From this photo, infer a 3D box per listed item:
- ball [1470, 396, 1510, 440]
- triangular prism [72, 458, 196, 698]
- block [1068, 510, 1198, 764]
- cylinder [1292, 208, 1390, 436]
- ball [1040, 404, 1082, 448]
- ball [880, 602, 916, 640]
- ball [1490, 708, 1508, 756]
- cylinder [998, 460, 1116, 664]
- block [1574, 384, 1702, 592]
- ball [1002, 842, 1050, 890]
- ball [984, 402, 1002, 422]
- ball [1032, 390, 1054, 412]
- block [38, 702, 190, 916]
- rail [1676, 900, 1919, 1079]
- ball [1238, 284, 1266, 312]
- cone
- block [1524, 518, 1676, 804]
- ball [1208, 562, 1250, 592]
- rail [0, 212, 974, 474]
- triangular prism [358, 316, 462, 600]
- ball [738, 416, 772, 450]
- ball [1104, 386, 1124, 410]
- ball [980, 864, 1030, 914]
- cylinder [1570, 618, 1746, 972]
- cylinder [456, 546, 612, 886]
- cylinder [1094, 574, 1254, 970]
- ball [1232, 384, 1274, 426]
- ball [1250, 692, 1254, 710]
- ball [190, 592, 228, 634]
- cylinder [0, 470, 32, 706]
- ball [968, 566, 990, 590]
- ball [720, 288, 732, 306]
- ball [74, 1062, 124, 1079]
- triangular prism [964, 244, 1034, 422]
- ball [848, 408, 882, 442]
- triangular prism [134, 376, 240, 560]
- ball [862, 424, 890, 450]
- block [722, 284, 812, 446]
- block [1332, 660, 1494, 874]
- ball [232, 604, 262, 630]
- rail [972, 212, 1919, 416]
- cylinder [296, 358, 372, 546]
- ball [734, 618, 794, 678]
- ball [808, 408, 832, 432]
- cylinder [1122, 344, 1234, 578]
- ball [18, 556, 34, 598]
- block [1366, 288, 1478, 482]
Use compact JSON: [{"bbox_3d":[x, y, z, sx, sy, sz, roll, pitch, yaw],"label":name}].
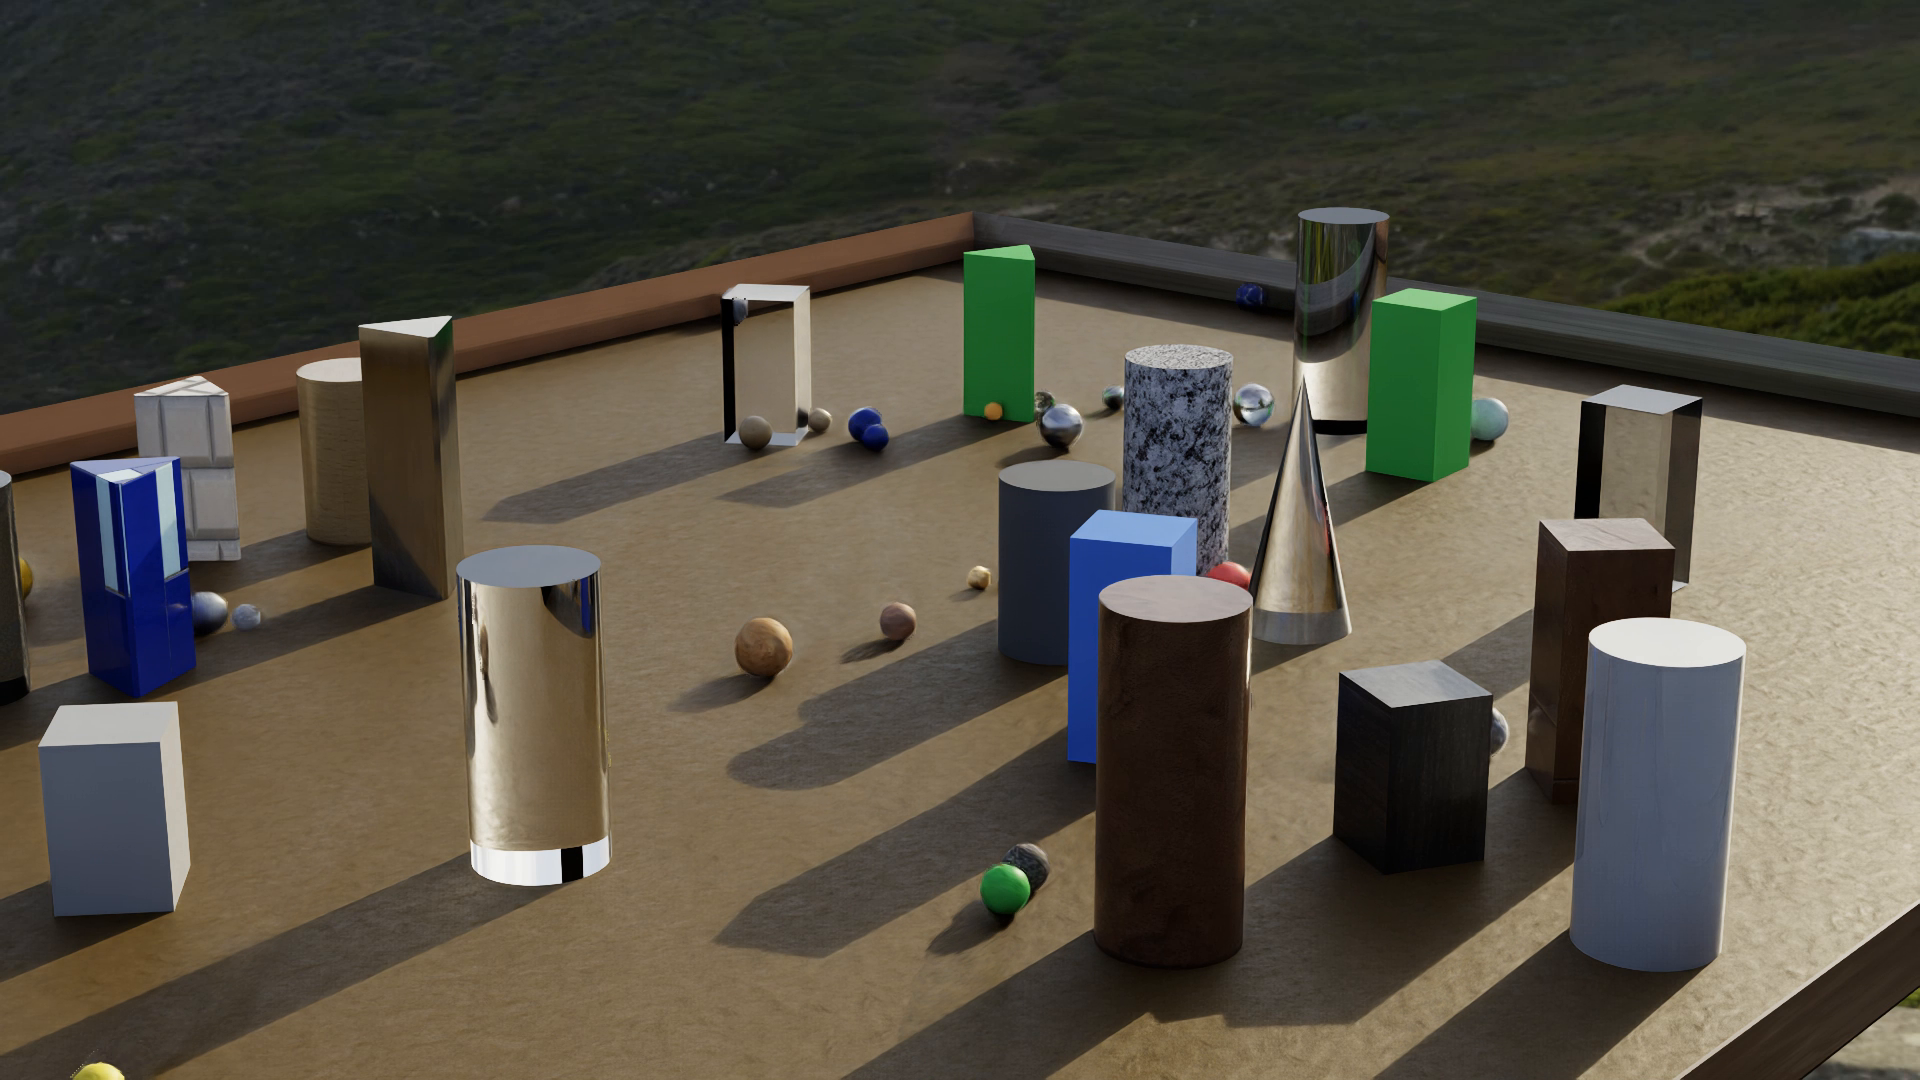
[{"bbox_3d":[1.102,-0.253,6.123,0.091,0.091,0.091,0,17,0],"label":"ball"},{"bbox_3d":[-1.297,0.049,4.671,0.143,0.351,0.165,-14,22,-39],"label":"triangular prism"},{"bbox_3d":[0.256,0.148,4.354,0.152,0.346,0.152,5,18,17],"label":"block"},{"bbox_3d":[0.802,-0.463,6.196,0.190,0.450,0.190,0,17,0],"label":"cylinder"},{"bbox_3d":[0.209,-0.236,6.067,0.090,0.090,0.090,0,17,0],"label":"ball"},{"bbox_3d":[-0.103,0.136,4.883,0.063,0.063,0.063,0,17,0],"label":"ball"},{"bbox_3d":[0.777,0.284,4.365,0.077,0.077,0.077,0,17,0],"label":"ball"},{"bbox_3d":[0.158,0.035,4.816,0.190,0.294,0.190,0,17,0],"label":"cylinder"},{"bbox_3d":[1.181,-0.082,5.125,0.152,0.339,0.152,13,21,38],"label":"block"},{"bbox_3d":[0.087,0.434,3.892,0.064,0.064,0.064,0,17,0],"label":"ball"},{"bbox_3d":[0.071,-0.275,6.281,0.041,0.041,0.041,0,17,0],"label":"ball"},{"bbox_3d":[0.181,-0.299,6.349,0.047,0.047,0.047,0,17,0],"label":"ball"},{"bbox_3d":[-1.112,0.353,3.864,0.152,0.236,0.152,-2,17,-6],"label":"block"},{"bbox_3d":[1.445,0.394,3.920,0.045,0.124,4.565,14,22,39],"label":"rail"},{"bbox_3d":[0.730,-0.605,7.327,0.068,0.068,0.068,0,17,0],"label":"ball"},{"bbox_3d":[0.566,-0.064,4.893,0.190,0.440,0.190,0,17,0],"label":"cone"},{"bbox_3d":[0.916,0.173,4.211,0.152,0.380,0.152,-1,17,-4],"label":"block"},{"bbox_3d":[0.463,0.078,5.046,0.079,0.079,0.079,0,17,0],"label":"ball"},{"bbox_3d":[-1.445,-0.332,6.322,0.045,0.124,4.565,14,22,39],"label":"rail"},{"bbox_3d":[-0.928,-0.150,5.130,0.165,0.467,0.143,10,20,30],"label":"triangular prism"},{"bbox_3d":[-0.423,-0.222,6.057,0.069,0.069,0.069,0,17,0],"label":"ball"},{"bbox_3d":[0.338,-0.310,6.378,0.052,0.052,0.052,0,17,0],"label":"ball"},{"bbox_3d":[0.059,0.456,3.820,0.065,0.065,0.065,0,17,0],"label":"ball"},{"bbox_3d":[0.876,0.319,3.690,0.190,0.402,0.190,0,17,0],"label":"cylinder"},{"bbox_3d":[-0.571,0.234,3.944,0.190,0.417,0.190,0,17,0],"label":"cylinder"},{"bbox_3d":[0.266,0.291,3.687,0.190,0.458,0.190,0,17,0],"label":"cylinder"},{"bbox_3d":[0.623,-0.287,6.235,0.090,0.090,0.090,0,17,0],"label":"ball"},{"bbox_3d":[0.413,0.247,4.499,0.073,0.073,0.073,0,17,0],"label":"ball"},{"bbox_3d":[-1.264,0.121,4.915,0.071,0.071,0.071,0,17,0],"label":"ball"},{"bbox_3d":[-1.569,0.077,4.591,0.190,0.345,0.190,0,17,0],"label":"cylinder"},{"bbox_3d":[0.034,0.067,5.150,0.040,0.040,0.040,0,17,0],"label":"ball"},{"bbox_3d":[-0.549,-0.583,7.229,0.083,0.083,0.083,0,17,0],"label":"ball"},{"bbox_3d":[-0.966,0.618,3.289,0.061,0.061,0.061,0,17,0],"label":"ball"},{"bbox_3d":[0.113,-0.450,6.318,0.165,0.353,0.143,8,19,26],"label":"triangular prism"},{"bbox_3d":[-0.198,-0.239,6.107,0.073,0.073,0.073,0,17,0],"label":"ball"},{"bbox_3d":[-1.393,-0.132,5.344,0.165,0.308,0.143,0,17,-2],"label":"triangular prism"},{"bbox_3d":[-0.173,-0.211,6.046,0.054,0.054,0.054,0,17,0],"label":"ball"},{"bbox_3d":[-0.403,-0.367,6.127,0.152,0.306,0.152,3,17,9],"label":"block"},{"bbox_3d":[0.617,0.308,4.006,0.152,0.239,0.152,-6,18,-19],"label":"block"},{"bbox_3d":[-1.200,0.129,4.933,0.046,0.046,0.046,0,17,0],"label":"ball"},{"bbox_3d":[1.481,-0.462,6.753,3.875,0.124,0.045,14,22,39],"label":"rail"},{"bbox_3d":[-1.127,-0.165,5.450,0.190,0.311,0.190,0,17,0],"label":"cylinder"},{"bbox_3d":[-0.315,0.172,4.705,0.095,0.095,0.095,0,17,0],"label":"ball"},{"bbox_3d":[-0.296,-0.253,6.190,0.050,0.050,0.050,0,17,0],"label":"ball"},{"bbox_3d":[0.385,-0.134,5.208,0.190,0.392,0.190,0,17,0],"label":"cylinder"},{"bbox_3d":[-1.646,0.068,5.054,0.093,0.093,0.093,0,17,0],"label":"ball"},{"bbox_3d":[0.923,-0.312,5.870,0.152,0.348,0.152,12,21,35],"label":"block"}]
